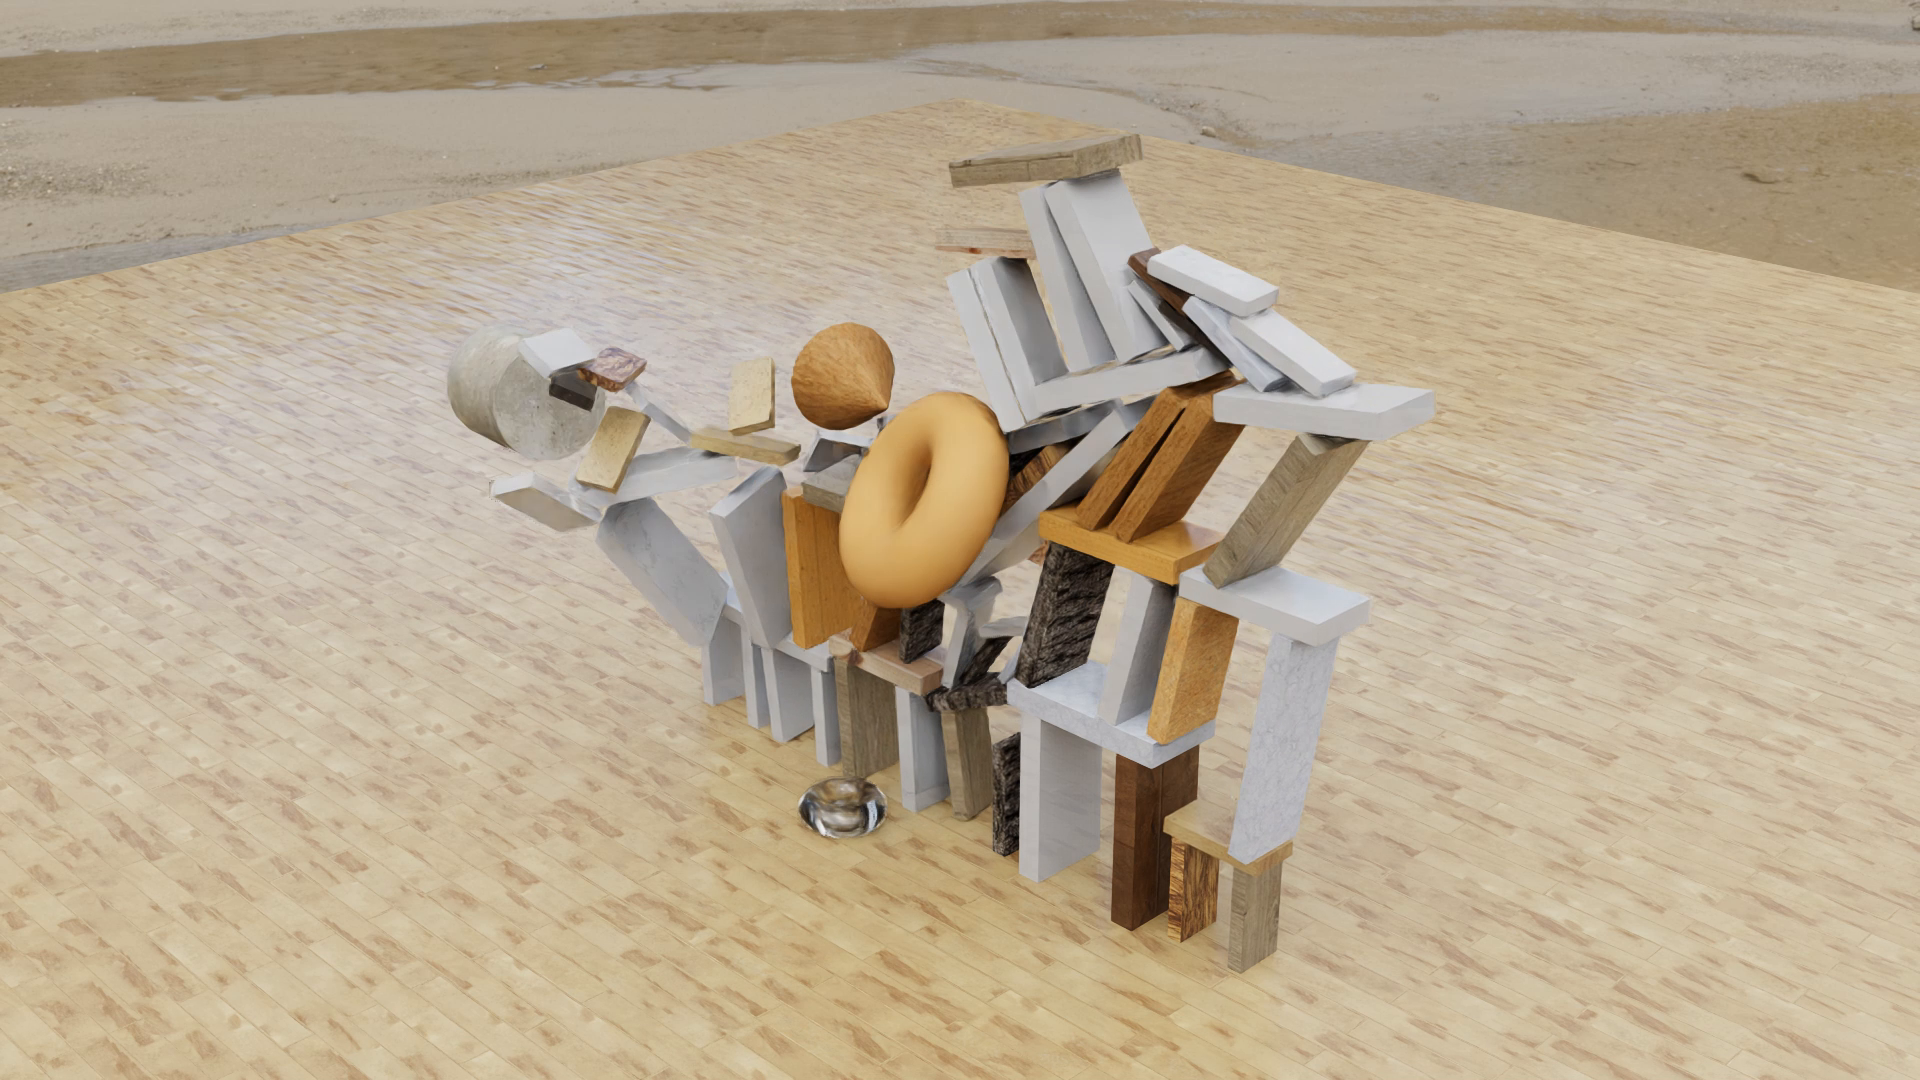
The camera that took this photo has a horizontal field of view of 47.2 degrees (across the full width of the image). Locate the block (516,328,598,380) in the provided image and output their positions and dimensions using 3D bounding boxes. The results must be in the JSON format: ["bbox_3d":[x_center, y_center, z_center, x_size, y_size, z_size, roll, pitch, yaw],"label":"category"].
[{"bbox_3d":[-0.774,-0.360,4.228,0.083,0.024,0.167,46,25,5],"label":"block"}]

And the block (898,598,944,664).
[{"bbox_3d":[-0.075,0.151,4.355,0.094,0.189,0.027,-31,52,-33],"label":"block"}]

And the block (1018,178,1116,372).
[{"bbox_3d":[0.213,-0.463,3.787,0.045,0.319,0.159,-11,9,45],"label":"block"}]

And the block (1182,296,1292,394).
[{"bbox_3d":[0.462,-0.330,3.604,0.099,0.028,0.197,-23,66,-45],"label":"block"}]

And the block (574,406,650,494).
[{"bbox_3d":[-0.691,-0.181,4.378,0.086,0.024,0.173,14,67,19],"label":"block"}]

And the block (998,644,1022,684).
[{"bbox_3d":[0.130,0.220,4.229,0.069,0.138,0.020,-21,63,-43],"label":"block"}]

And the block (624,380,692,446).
[{"bbox_3d":[-0.605,-0.257,4.449,0.086,0.024,0.173,49,6,37],"label":"block"}]

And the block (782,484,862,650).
[{"bbox_3d":[-0.282,0.042,4.533,0.152,0.345,0.043,-22,32,-34],"label":"block"}]

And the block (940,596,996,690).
[{"bbox_3d":[0.018,0.186,4.307,0.027,0.226,0.094,32,45,20],"label":"block"}]

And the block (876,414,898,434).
[{"bbox_3d":[-0.061,-0.215,4.441,0.209,0.099,0.028,-12,1,-28],"label":"block"}]

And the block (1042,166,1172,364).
[{"bbox_3d":[0.270,-0.469,3.738,0.045,0.319,0.159,-25,-1,44],"label":"block"}]

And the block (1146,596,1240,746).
[{"bbox_3d":[0.416,0.209,3.865,0.145,0.291,0.041,-21,42,-41],"label":"block"}]

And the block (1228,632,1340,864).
[{"bbox_3d":[0.557,0.338,3.768,0.145,0.455,0.041,-21,39,-41],"label":"block"}]

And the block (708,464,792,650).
[{"bbox_3d":[-0.397,0.037,4.533,0.048,0.351,0.171,19,48,37],"label":"block"}]

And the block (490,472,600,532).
[{"bbox_3d":[-0.783,-0.069,4.164,0.099,0.028,0.198,-11,-26,28],"label":"block"}]

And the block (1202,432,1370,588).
[{"bbox_3d":[0.539,-0.062,3.619,0.158,0.342,0.045,-20,62,-39],"label":"block"}]

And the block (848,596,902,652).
[{"bbox_3d":[-0.116,0.083,4.396,0.152,0.303,0.043,-20,53,-39],"label":"block"}]

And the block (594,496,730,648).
[{"bbox_3d":[-0.622,0.051,4.618,0.048,0.341,0.171,-19,37,28],"label":"block"}]

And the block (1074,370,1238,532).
[{"bbox_3d":[0.340,-0.155,3.790,0.166,0.333,0.047,-22,66,-41],"label":"block"}]

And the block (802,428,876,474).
[{"bbox_3d":[-0.216,-0.171,4.620,0.203,0.102,0.029,10,44,-22],"label":"block"}]

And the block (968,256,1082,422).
[{"bbox_3d":[0.117,-0.360,3.902,0.041,0.292,0.146,-22,-2,29],"label":"block"}]

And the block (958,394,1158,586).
[{"bbox_3d":[0.193,-0.090,4.000,0.166,0.573,0.047,-21,75,-41],"label":"block"}]

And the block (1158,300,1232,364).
[{"bbox_3d":[0.411,-0.351,3.651,0.162,0.020,0.072,42,39,25],"label":"block"}]

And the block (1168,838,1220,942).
[{"bbox_3d":[0.429,0.623,4.025,0.030,0.210,0.105,21,31,41],"label":"block"}]

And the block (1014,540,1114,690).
[{"bbox_3d":[0.200,0.117,4.049,0.157,0.313,0.044,-22,47,-41],"label":"block"}]

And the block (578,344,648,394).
[{"bbox_3d":[-0.690,-0.341,4.376,0.083,0.024,0.166,23,23,3],"label":"block"}]

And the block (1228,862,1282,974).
[{"bbox_3d":[0.528,0.661,3.934,0.105,0.210,0.030,-21,31,-41],"label":"block"}]

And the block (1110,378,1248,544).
[{"bbox_3d":[0.388,-0.134,3.748,0.158,0.317,0.045,-23,63,-43],"label":"block"}]

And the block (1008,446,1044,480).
[{"bbox_3d":[0.041,-0.125,4.136,0.144,0.041,0.288,-22,5,-39],"label":"block"}]

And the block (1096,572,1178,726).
[{"bbox_3d":[0.344,0.173,3.918,0.157,0.313,0.044,-21,45,-41],"label":"block"}]

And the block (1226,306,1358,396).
[{"bbox_3d":[0.536,-0.306,3.553,0.099,0.028,0.197,-19,50,-44],"label":"block"}]

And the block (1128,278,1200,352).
[{"bbox_3d":[0.350,-0.383,3.697,0.072,0.020,0.143,-22,70,-46],"label":"block"}]

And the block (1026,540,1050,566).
[{"bbox_3d":[0.221,-0.032,4.376,0.102,0.203,0.029,26,6,-8],"label":"block"}]

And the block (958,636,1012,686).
[{"bbox_3d":[0.052,0.228,4.318,0.020,0.138,0.069,47,46,13],"label":"block"}]

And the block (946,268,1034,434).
[{"bbox_3d":[0.055,-0.336,3.915,0.041,0.292,0.146,-20,2,10],"label":"block"}]

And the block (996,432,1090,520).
[{"bbox_3d":[0.113,-0.072,4.096,0.144,0.418,0.041,-22,75,-40],"label":"block"}]

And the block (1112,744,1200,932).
[{"bbox_3d":[0.361,0.528,4.063,0.177,0.354,0.050,-21,31,-41],"label":"block"}]
